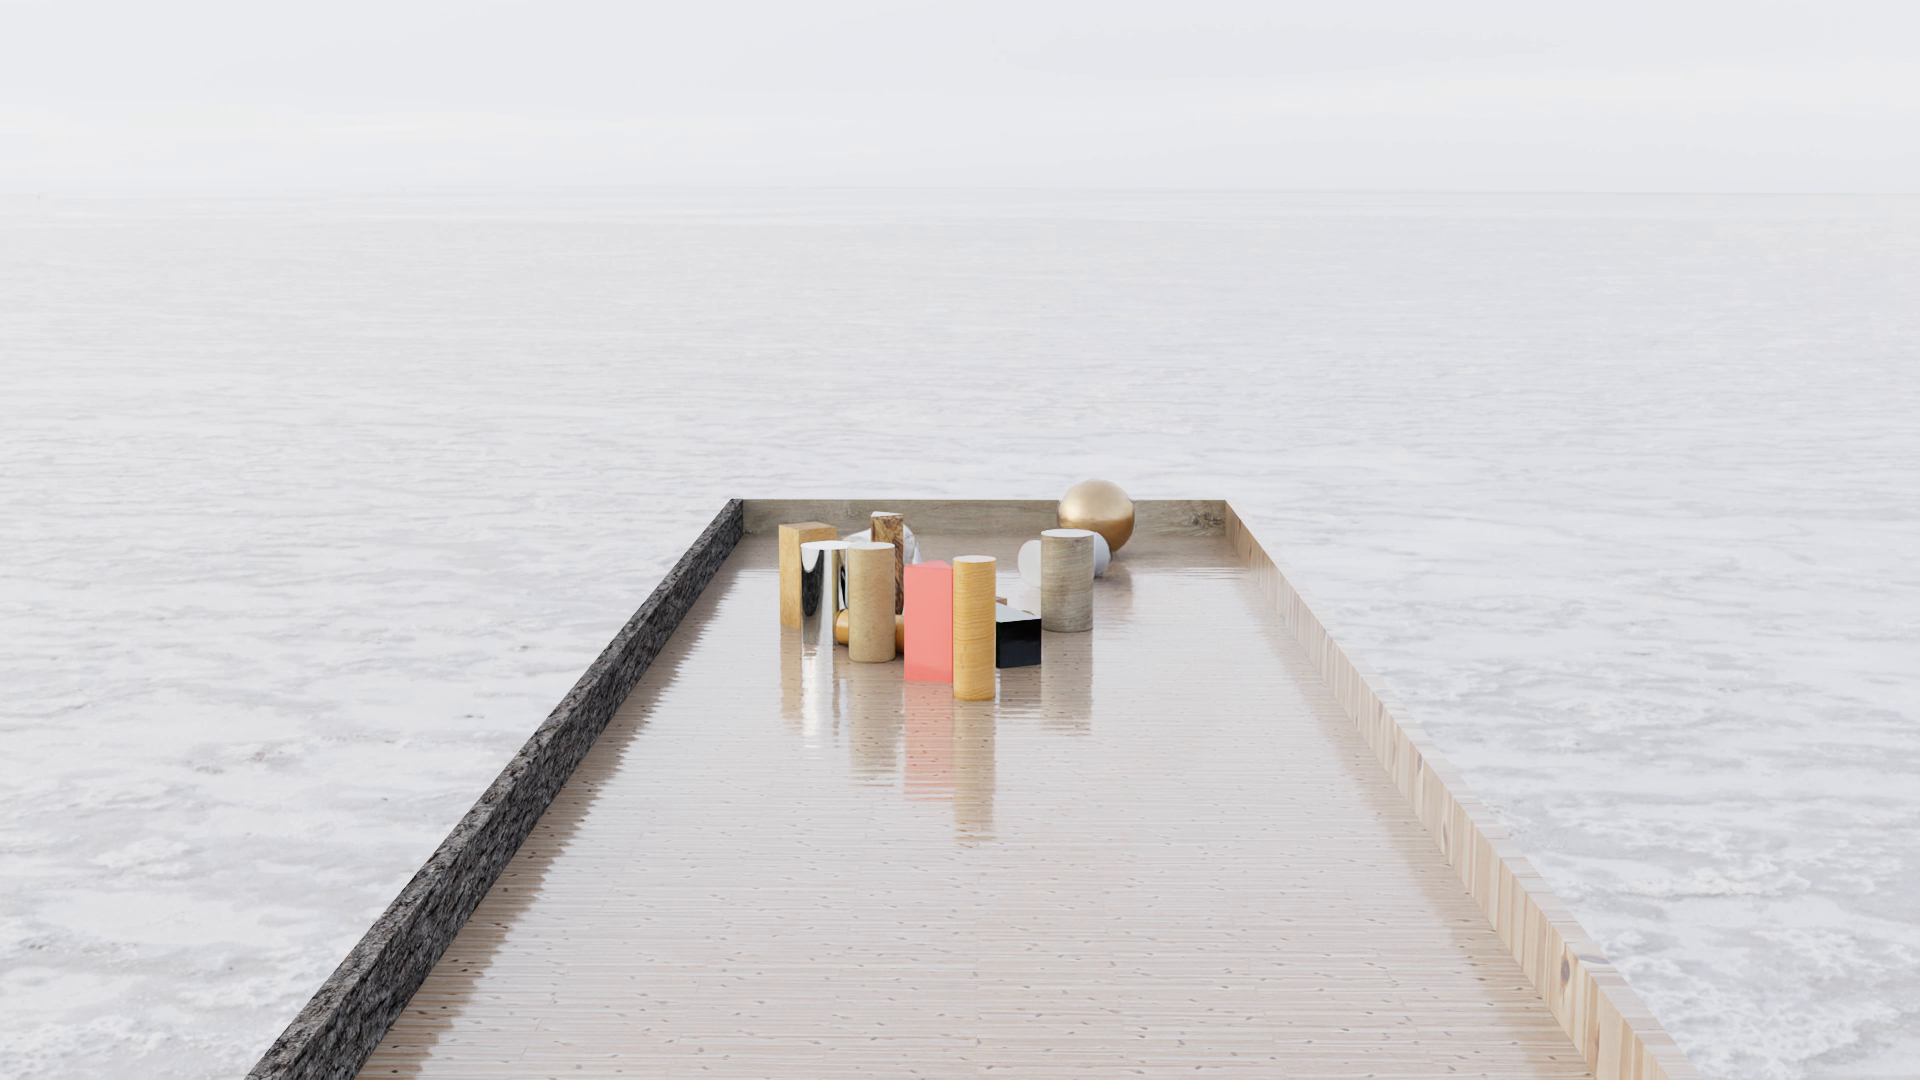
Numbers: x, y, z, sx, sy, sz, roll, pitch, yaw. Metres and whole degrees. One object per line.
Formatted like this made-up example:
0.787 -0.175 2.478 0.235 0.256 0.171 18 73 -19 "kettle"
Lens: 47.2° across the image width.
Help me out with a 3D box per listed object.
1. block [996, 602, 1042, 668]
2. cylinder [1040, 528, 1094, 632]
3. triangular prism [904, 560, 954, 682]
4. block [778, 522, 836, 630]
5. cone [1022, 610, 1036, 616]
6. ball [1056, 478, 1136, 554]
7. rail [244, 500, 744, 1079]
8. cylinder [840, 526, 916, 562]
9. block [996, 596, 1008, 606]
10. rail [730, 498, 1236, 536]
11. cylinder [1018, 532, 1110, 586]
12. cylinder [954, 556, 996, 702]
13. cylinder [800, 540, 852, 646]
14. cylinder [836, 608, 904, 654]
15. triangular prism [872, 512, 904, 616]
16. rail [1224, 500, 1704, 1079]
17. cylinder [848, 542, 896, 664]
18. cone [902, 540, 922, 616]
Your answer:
0.080 0.278 6.802 0.141 0.141 0.458 -4 10 -26 "block"
0.350 0.132 7.172 0.173 0.314 0.173 0 9 0 "cylinder"
-0.074 0.236 6.444 0.147 0.337 0.127 2 9 15 "triangular prism"
-0.500 0.116 7.227 0.138 0.329 0.138 -6 11 -32 "block"
0.183 0.265 7.180 0.101 0.101 0.424 -1 2 -5 "cone"
0.530 -0.086 8.581 0.305 0.305 0.305 0 9 0 "ball"
-1.004 0.839 3.234 0.050 0.150 12.000 0 9 1 "rail"
-0.319 0.041 8.218 0.167 0.167 0.394 3 10 21 "cylinder"
-0.029 0.226 7.214 0.116 0.116 0.421 -8 12 -40 "block"
0.099 -0.098 9.147 2.100 0.150 0.050 0 9 1 "rail"
0.382 0.068 8.051 0.312 0.166 0.166 -8 12 -43 "cylinder"
0.041 0.248 6.179 0.120 0.396 0.120 0 9 0 "cylinder"
-0.416 0.167 6.972 0.174 0.307 0.174 0 9 0 "cylinder"
-0.198 0.289 6.816 0.379 0.116 0.116 6 11 34 "cylinder"
-0.258 0.097 7.206 0.114 0.372 0.099 -5 10 -27 "triangular prism"
1.046 0.843 3.208 0.050 0.150 12.000 0 9 1 "rail"
-0.269 0.190 6.691 0.143 0.350 0.143 0 9 0 "cylinder"
-0.134 0.166 6.894 0.137 0.333 0.137 0 9 0 "cone"
